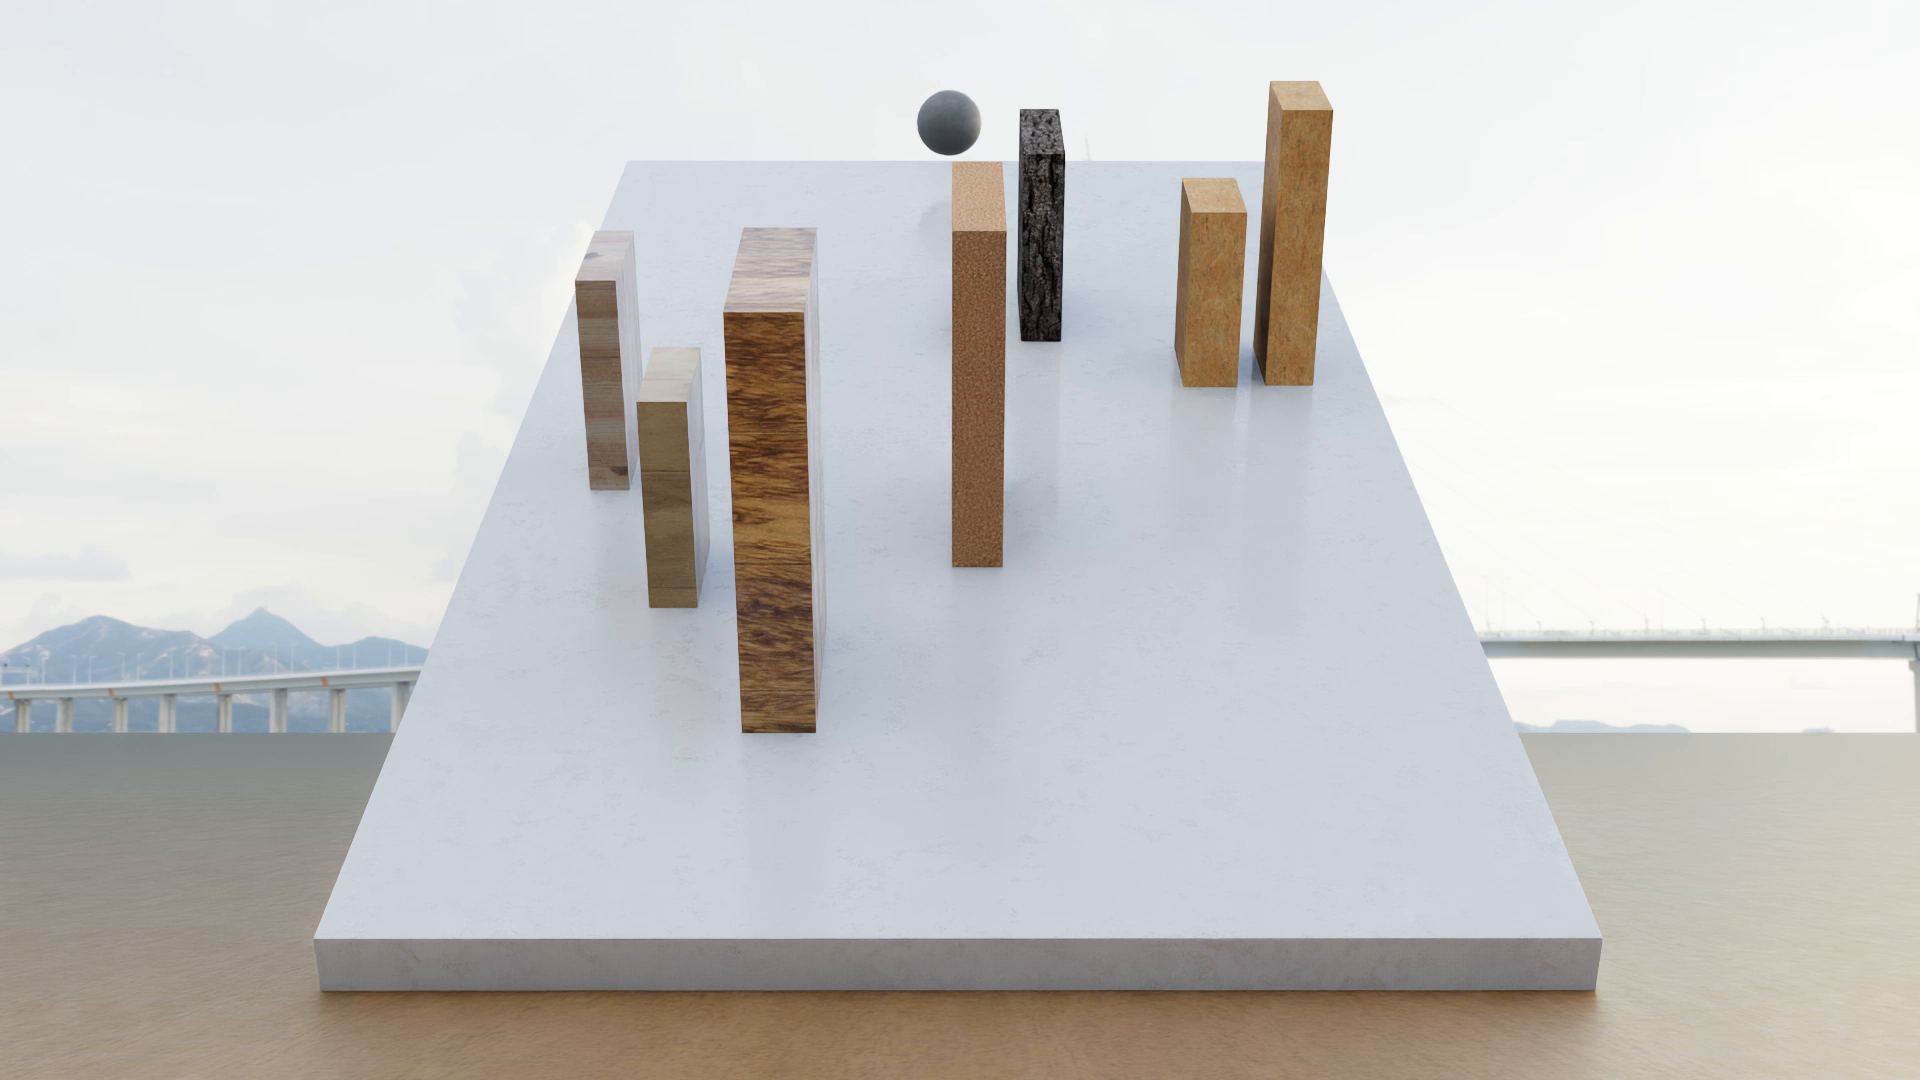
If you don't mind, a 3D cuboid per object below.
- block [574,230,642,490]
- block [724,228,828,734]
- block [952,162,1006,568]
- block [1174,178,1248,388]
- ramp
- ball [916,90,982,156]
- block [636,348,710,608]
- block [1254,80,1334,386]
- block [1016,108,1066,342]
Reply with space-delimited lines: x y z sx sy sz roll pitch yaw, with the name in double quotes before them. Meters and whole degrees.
"block" -0.759 -0.393 5.151 0.085 0.482 0.315 0 26 0
"block" -0.323 -0.108 4.223 0.132 0.800 0.423 0 26 0
"block" 0.035 -0.362 4.831 0.103 0.715 0.435 0 26 0
"block" 0.598 -0.618 5.661 0.128 0.437 0.260 0 26 0
"ramp" -0.010 -0.228 5.476 2.000 0.100 4.000 0 26 0
"ball" -0.032 -1.255 7.106 0.196 0.196 0.196 0 -5 0
"block" -0.562 -0.125 4.660 0.095 0.439 0.276 0 26 0
"block" 0.788 -0.727 5.615 0.115 0.675 0.247 0 26 0
"block" 0.202 -0.799 5.971 0.101 0.483 0.390 0 26 0
